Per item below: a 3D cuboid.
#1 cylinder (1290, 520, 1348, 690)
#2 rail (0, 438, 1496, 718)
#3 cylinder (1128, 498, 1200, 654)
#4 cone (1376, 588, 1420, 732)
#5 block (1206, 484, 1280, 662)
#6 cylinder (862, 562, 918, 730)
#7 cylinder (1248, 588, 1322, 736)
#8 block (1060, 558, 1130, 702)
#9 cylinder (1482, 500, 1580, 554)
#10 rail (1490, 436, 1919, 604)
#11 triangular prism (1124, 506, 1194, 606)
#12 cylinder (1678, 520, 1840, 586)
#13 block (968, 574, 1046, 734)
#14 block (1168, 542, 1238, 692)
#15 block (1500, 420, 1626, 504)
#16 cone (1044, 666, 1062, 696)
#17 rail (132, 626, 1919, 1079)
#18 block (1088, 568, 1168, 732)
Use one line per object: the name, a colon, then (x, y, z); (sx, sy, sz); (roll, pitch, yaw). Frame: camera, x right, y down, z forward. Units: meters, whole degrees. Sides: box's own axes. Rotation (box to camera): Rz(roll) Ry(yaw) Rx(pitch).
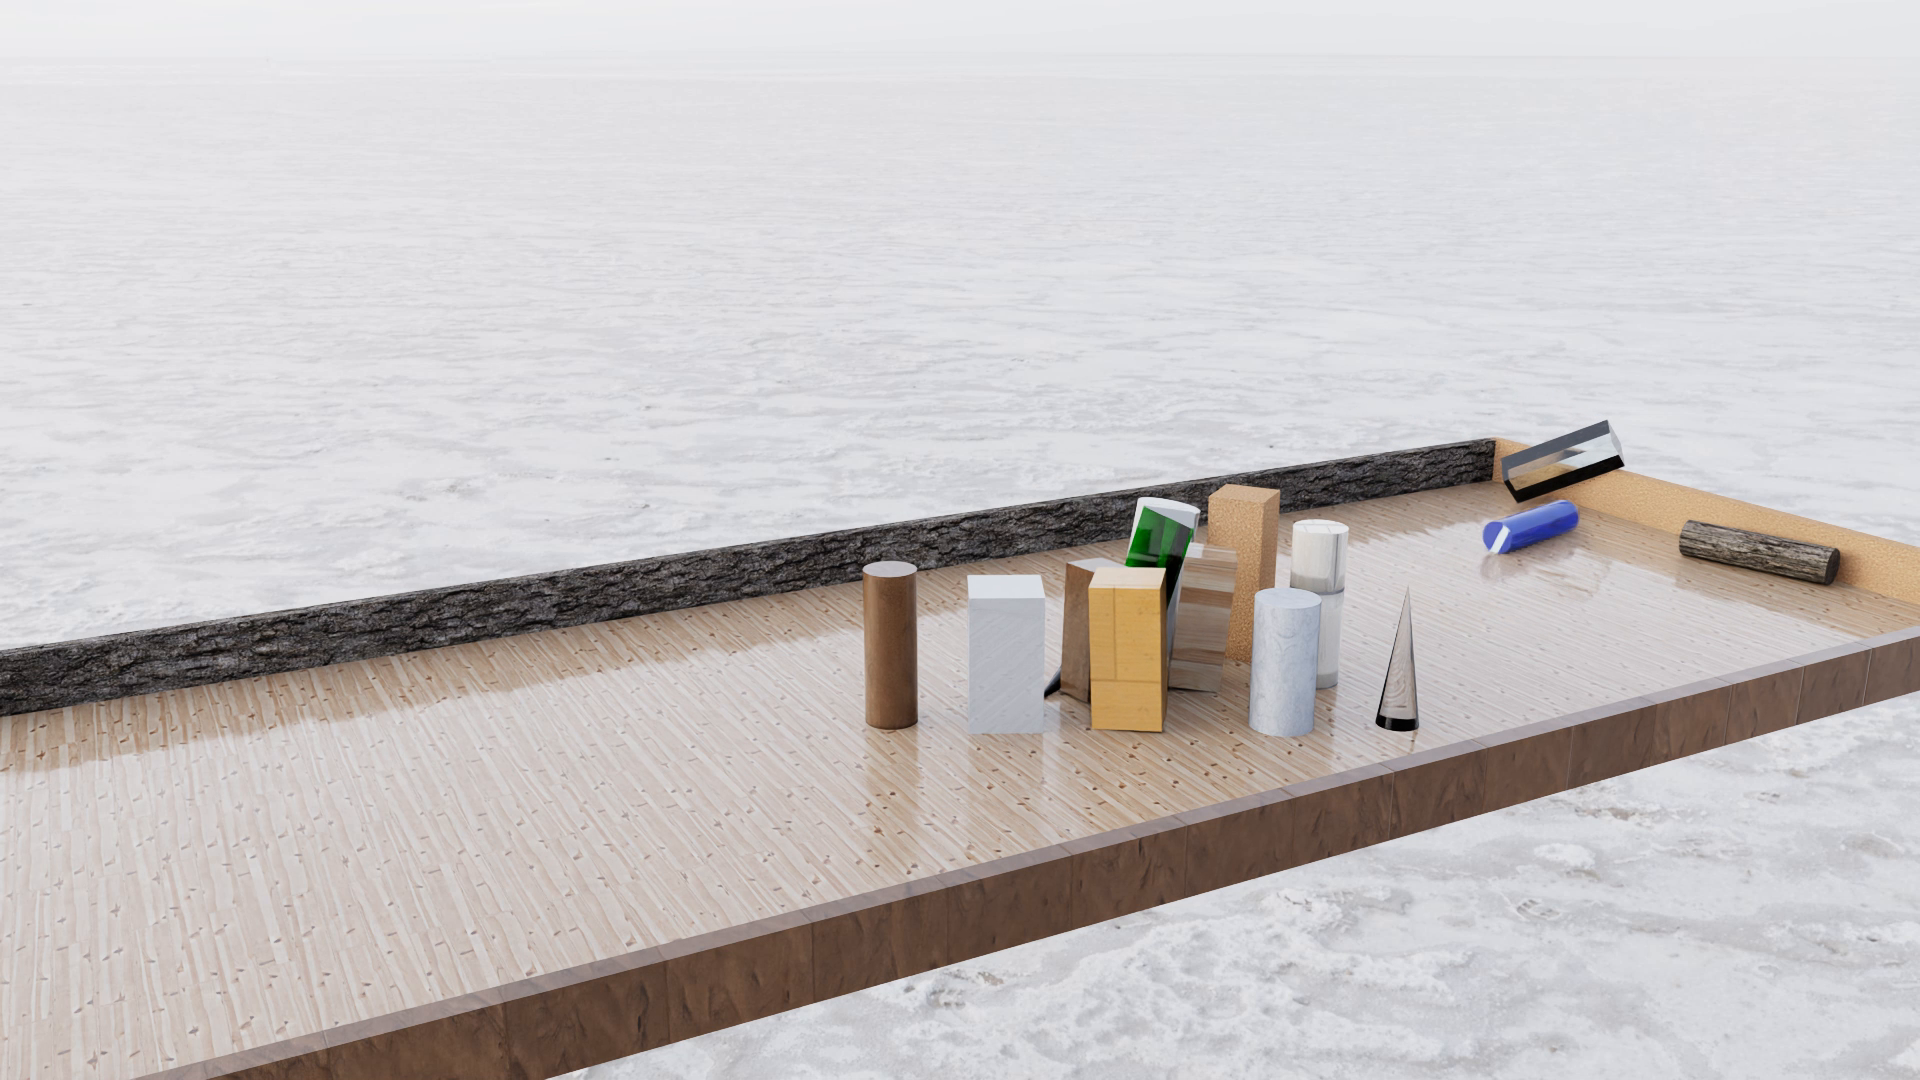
cylinder: (0.884, 0.160, 4.098); (0.133, 0.401, 0.133); (0, 16, 0)
rail: (-3.305, 0.497, 3.399); (12.000, 0.150, 0.050); (-9, 18, -27)
cylinder: (0.512, 0.093, 4.324); (0.164, 0.380, 0.164); (9, 13, -2)
cone: (1.030, 0.265, 3.836); (0.101, 0.348, 0.101); (0, 16, 0)
block: (0.732, 0.086, 4.300); (0.144, 0.430, 0.144); (8, 18, 26)
cylinder: (-0.162, 0.246, 3.854); (0.125, 0.374, 0.125); (0, 16, 0)
cylinder: (0.754, 0.283, 3.837); (0.152, 0.313, 0.152); (0, 16, 0)
block: (0.327, 0.218, 4.020); (0.109, 0.326, 0.109); (-7, 16, -34)
cylinder: (1.845, -0.045, 5.324); (0.403, 0.104, 0.104); (-14, 21, -39)
rail: (2.466, -0.048, 5.253); (0.050, 0.150, 2.100); (-9, 18, -27)
triangular prism: (0.480, 0.141, 4.082); (0.145, 0.444, 0.125); (27, 21, 32)
cylinder: (2.435, 0.035, 5.036); (0.112, 0.112, 0.434); (-15, 22, -41)
block: (0.105, 0.266, 3.864); (0.173, 0.331, 0.173); (0, 16, -1)
block: (0.599, 0.191, 4.088); (0.126, 0.338, 0.126); (7, 17, 5)
block: (2.081, -0.269, 5.704); (0.377, 0.121, 0.121); (-22, 36, 30)
cone: (0.267, 0.335, 4.126); (0.100, 0.100, 0.305); (11, 29, 32)
rail: (-2.336, 1.006, 1.665); (12.000, 0.150, 0.050); (-9, 18, -27)
block: (0.396, 0.254, 3.864); (0.162, 0.346, 0.162); (1, 16, 12)
